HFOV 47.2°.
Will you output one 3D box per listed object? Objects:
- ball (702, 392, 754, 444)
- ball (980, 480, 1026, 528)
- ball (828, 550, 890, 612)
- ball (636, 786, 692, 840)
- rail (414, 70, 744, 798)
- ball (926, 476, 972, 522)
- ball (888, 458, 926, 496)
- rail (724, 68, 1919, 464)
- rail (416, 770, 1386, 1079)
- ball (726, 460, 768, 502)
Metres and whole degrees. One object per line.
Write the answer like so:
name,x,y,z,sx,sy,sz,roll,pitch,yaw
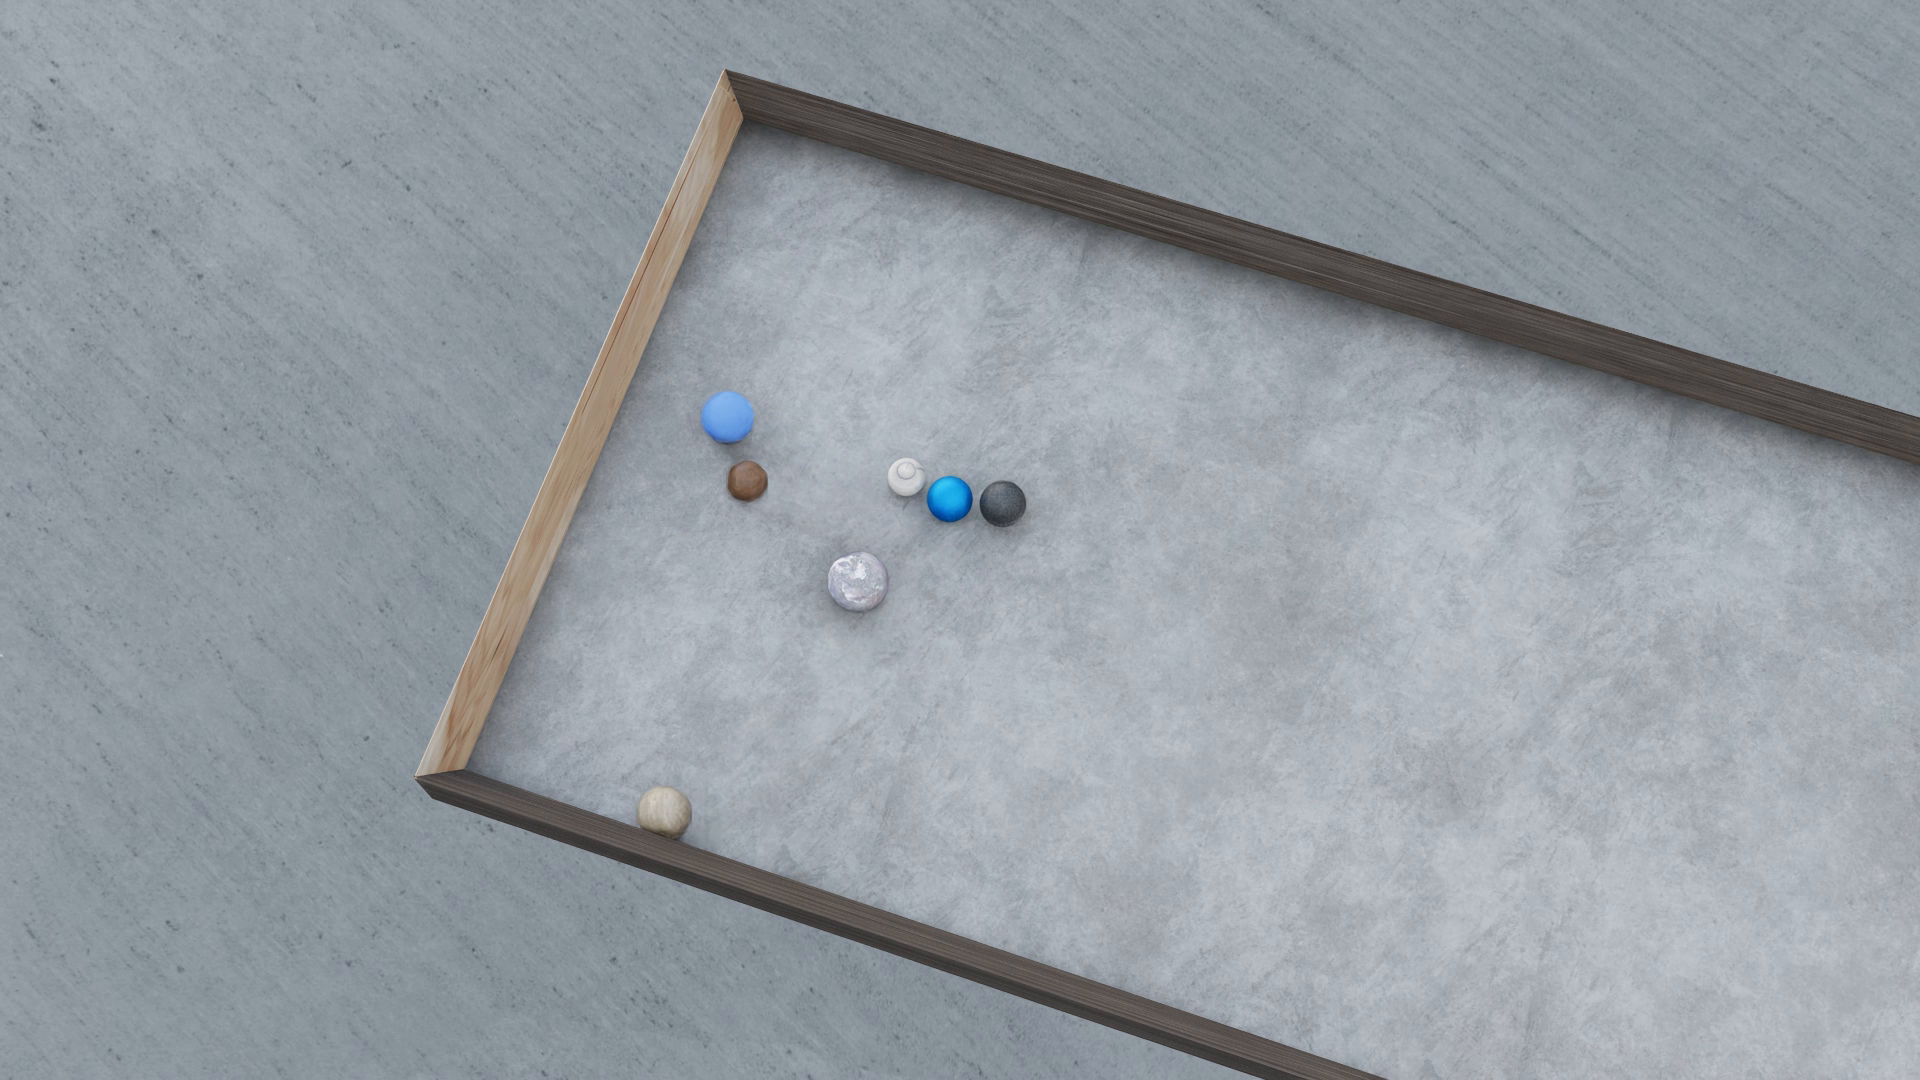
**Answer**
ball,-0.372,-0.197,3.531,0.084,0.084,0.084,0,69,0
ball,0.068,-0.057,3.482,0.075,0.075,0.075,0,69,0
ball,-0.158,0.065,3.424,0.096,0.096,0.096,0,69,0
ball,-0.444,0.411,3.299,0.083,0.083,0.083,0,69,0
rail,-0.576,-0.190,3.505,0.045,0.125,1.285,17,70,7
ball,-0.016,-0.065,3.486,0.073,0.073,0.073,0,69,0
ball,-0.085,-0.100,3.506,0.061,0.061,0.061,0,69,0
rail,0.796,-0.369,3.574,2.527,0.125,0.045,17,70,7
rail,0.402,0.727,3.154,2.527,0.125,0.045,17,70,7
ball,-0.338,-0.093,3.501,0.066,0.066,0.066,0,69,0
